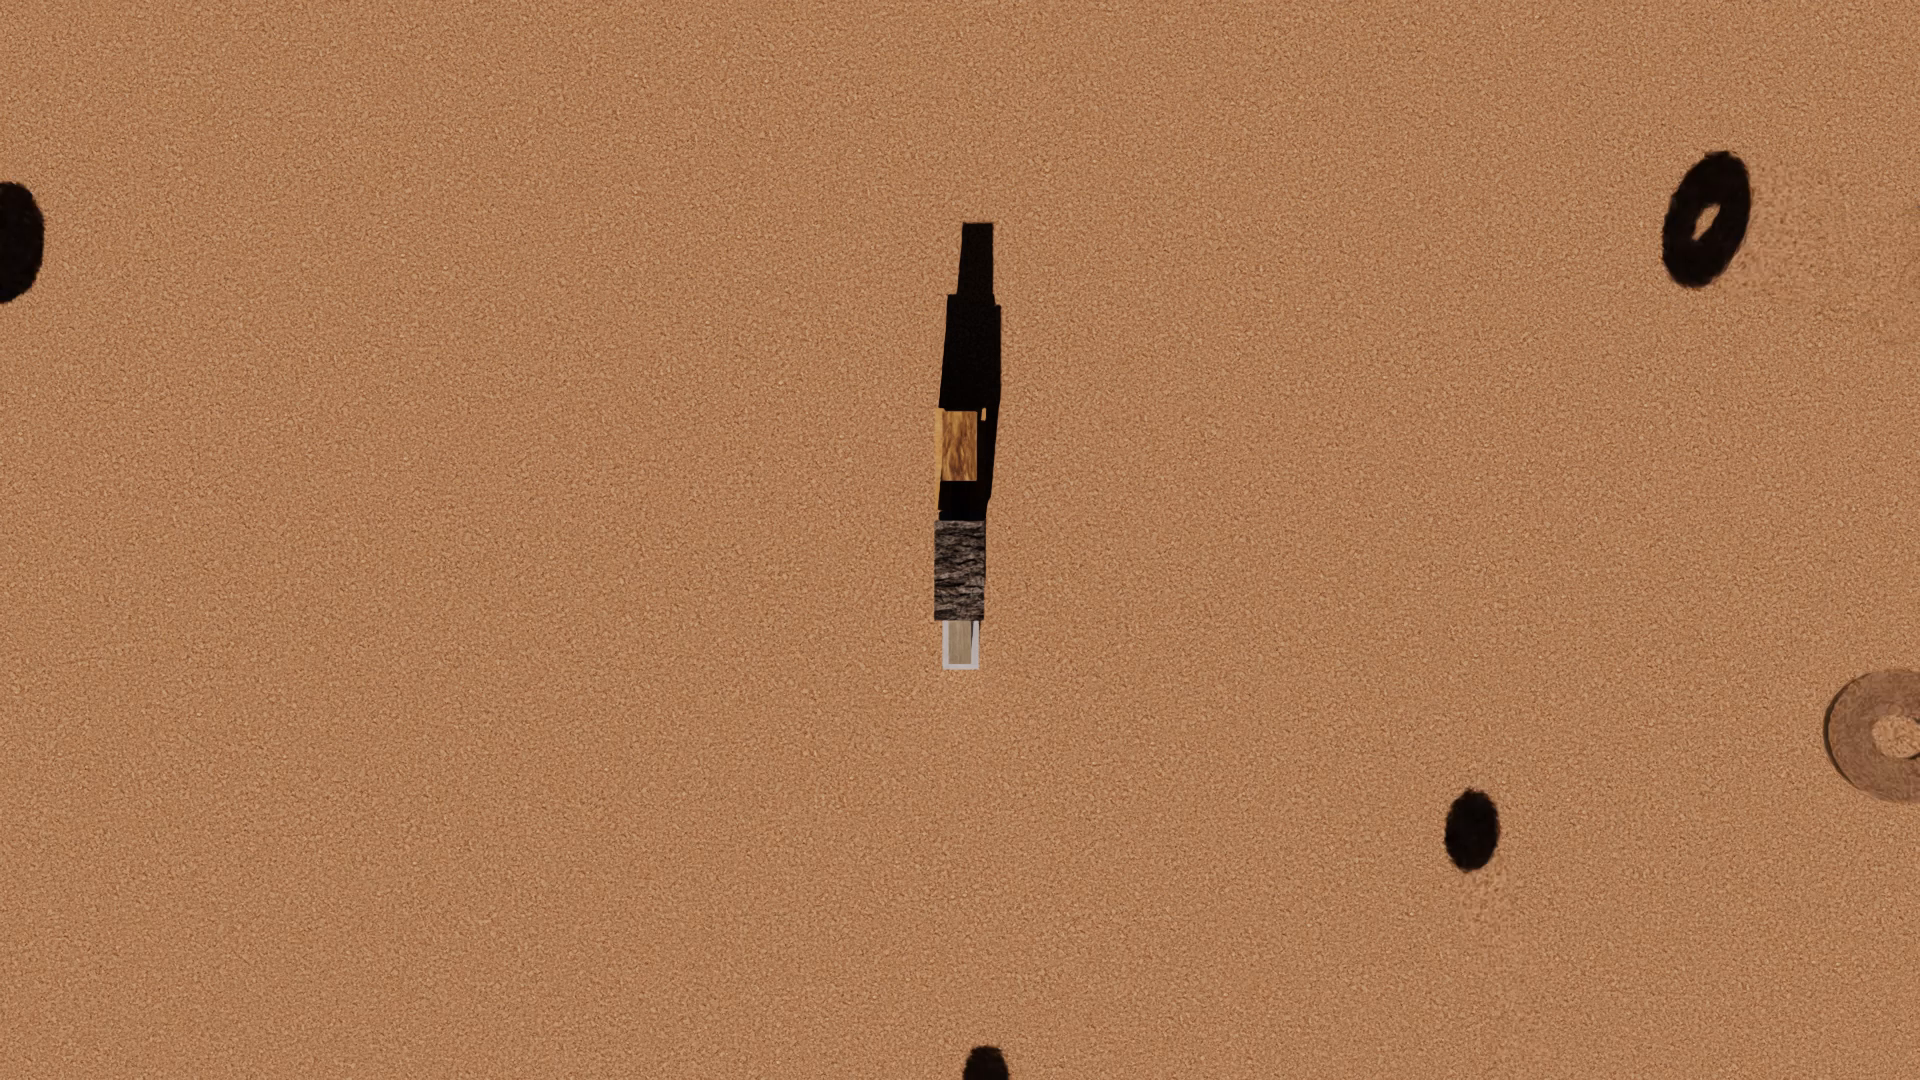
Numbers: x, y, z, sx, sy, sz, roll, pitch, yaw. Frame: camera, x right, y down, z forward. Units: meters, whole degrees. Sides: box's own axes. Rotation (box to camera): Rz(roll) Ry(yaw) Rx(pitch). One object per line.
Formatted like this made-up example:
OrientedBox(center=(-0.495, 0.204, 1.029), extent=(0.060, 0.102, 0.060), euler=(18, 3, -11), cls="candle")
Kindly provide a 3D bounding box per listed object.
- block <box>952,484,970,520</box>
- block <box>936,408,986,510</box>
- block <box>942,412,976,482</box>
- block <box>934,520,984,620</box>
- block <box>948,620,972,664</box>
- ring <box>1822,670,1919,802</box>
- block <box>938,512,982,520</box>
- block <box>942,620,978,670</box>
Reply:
OrientedBox(center=(0.001, -0.117, 5.023), extent=(0.054, 0.015, 0.109), euler=(0, 90, 0), cls="block")
OrientedBox(center=(0.002, -0.253, 5.162), extent=(0.158, 0.045, 0.316), euler=(0, 90, 0), cls="block")
OrientedBox(center=(-0.001, -0.279, 4.919), extent=(0.103, 0.029, 0.206), euler=(0, 90, 0), cls="block")
OrientedBox(center=(-0.002, 0.090, 4.881), extent=(0.148, 0.042, 0.295), euler=(0, 90, 0), cls="block")
OrientedBox(center=(0.000, 0.313, 5.089), extent=(0.070, 0.020, 0.139), euler=(0, 90, 0), cls="block")
OrientedBox(center=(2.350, 0.492, 4.132), extent=(0.339, 0.113, 0.339), euler=(6, 100, 37), cls="ring")
OrientedBox(center=(0.000, 0.043, 5.216), extent=(0.133, 0.038, 0.266), euler=(0, 90, 0), cls="block")
OrientedBox(center=(0.003, 0.296, 5.254), extent=(0.115, 0.033, 0.230), euler=(0, 90, 0), cls="block")
